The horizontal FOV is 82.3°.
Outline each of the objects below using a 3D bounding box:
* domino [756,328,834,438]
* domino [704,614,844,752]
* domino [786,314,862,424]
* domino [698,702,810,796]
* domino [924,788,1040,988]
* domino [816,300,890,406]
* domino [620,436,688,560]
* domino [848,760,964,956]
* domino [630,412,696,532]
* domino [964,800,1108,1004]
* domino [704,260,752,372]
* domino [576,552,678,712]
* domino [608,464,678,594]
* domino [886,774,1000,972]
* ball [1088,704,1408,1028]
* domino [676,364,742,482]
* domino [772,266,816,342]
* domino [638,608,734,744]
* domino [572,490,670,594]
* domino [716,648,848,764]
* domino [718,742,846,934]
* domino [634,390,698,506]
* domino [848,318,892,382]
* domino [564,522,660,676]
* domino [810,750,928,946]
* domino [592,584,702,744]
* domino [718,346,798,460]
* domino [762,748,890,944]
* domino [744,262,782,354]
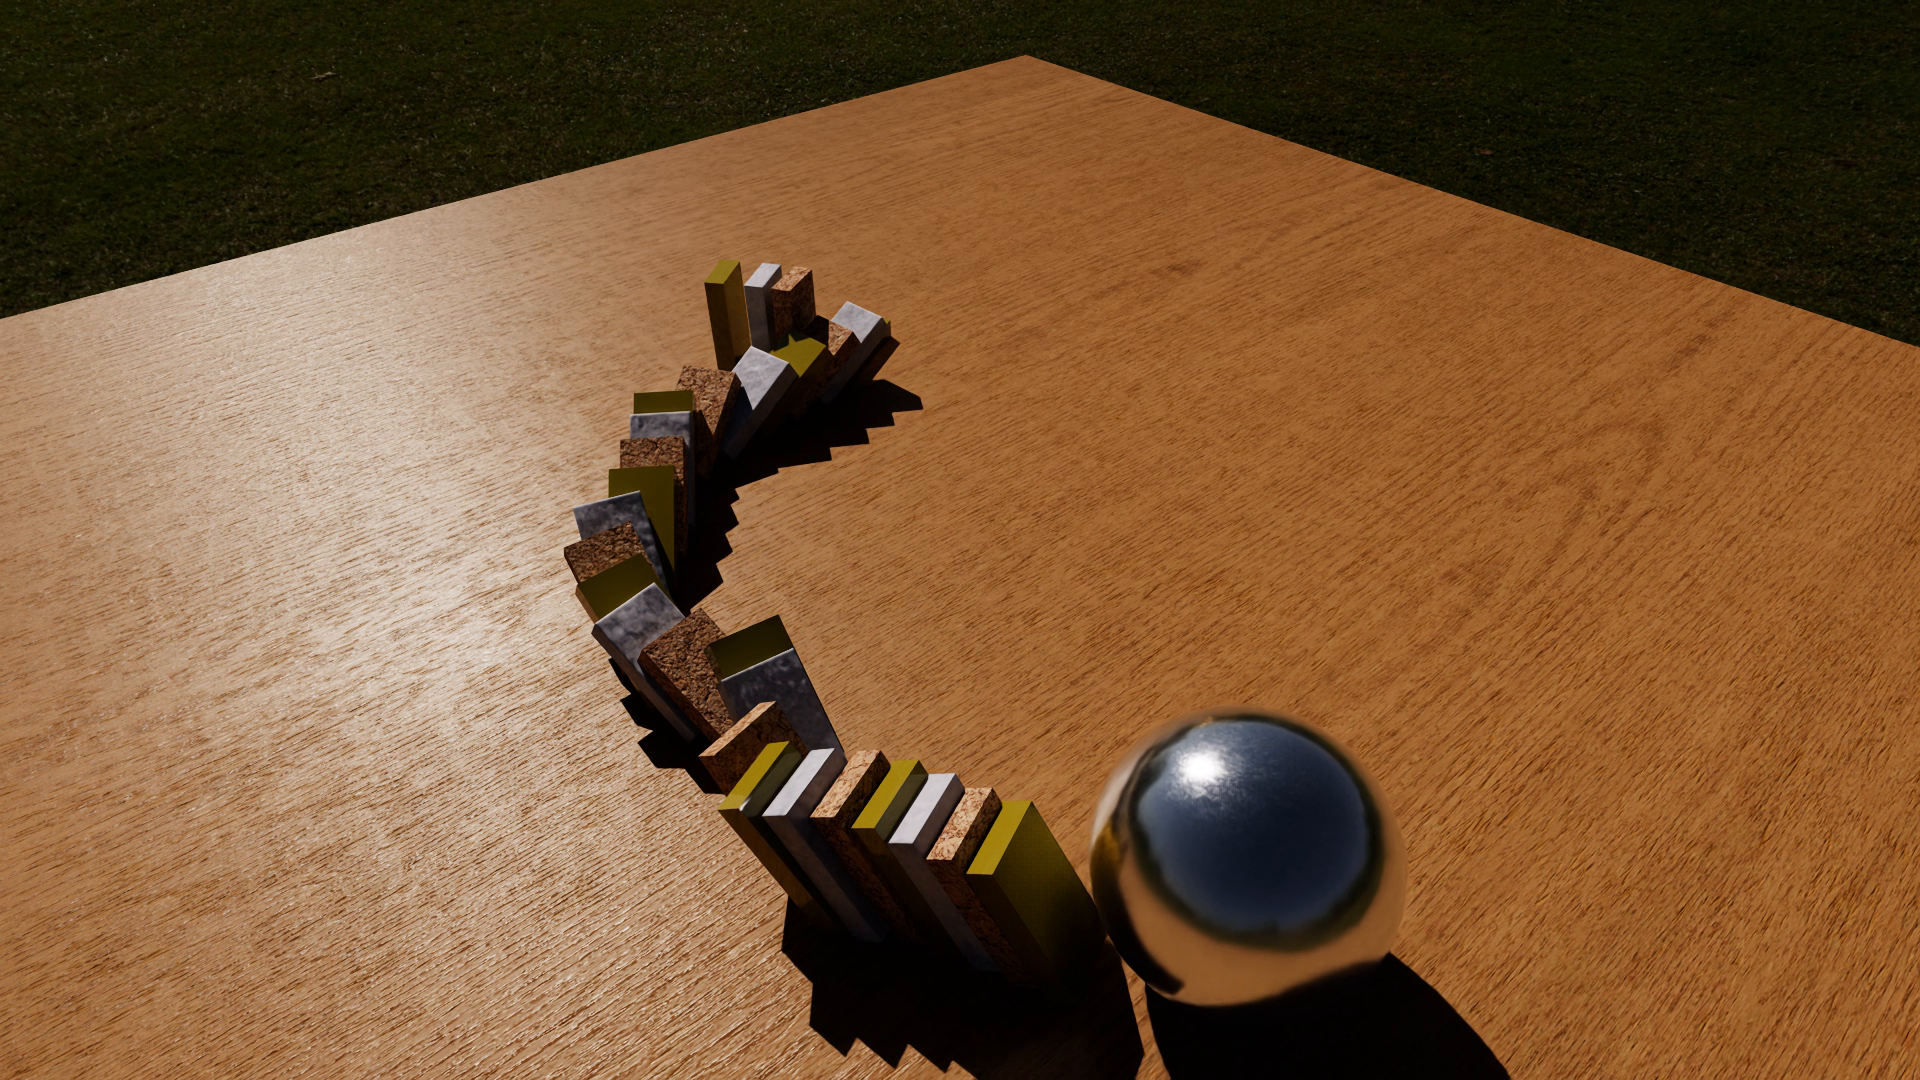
[{"bbox_3d":[-0.084,-0.073,0.514,0.025,0.009,0.050,30,78,31],"label":"domino"},{"bbox_3d":[-0.060,0.052,0.356,0.025,0.009,0.050,-23,83,-29],"label":"domino"},{"bbox_3d":[-0.073,-0.082,0.525,0.025,0.009,0.050,30,77,31],"label":"domino"},{"bbox_3d":[-0.052,0.075,0.323,0.010,0.050,0.025,-16,20,48],"label":"domino"},{"bbox_3d":[0.011,0.094,0.298,0.010,0.050,0.025,-12,28,38],"label":"domino"},{"bbox_3d":[-0.060,-0.091,0.536,0.025,0.010,0.050,30,78,31],"label":"domino"},{"bbox_3d":[-0.123,-0.016,0.444,0.025,0.010,0.050,-4,72,-5],"label":"domino"},{"bbox_3d":[-0.009,0.088,0.305,0.009,0.050,0.025,-12,28,38],"label":"domino"},{"bbox_3d":[-0.124,-0.028,0.458,0.025,0.009,0.050,-4,72,-5],"label":"domino"},{"bbox_3d":[0.022,0.097,0.295,0.010,0.050,0.025,-12,28,38],"label":"domino"},{"bbox_3d":[-0.115,-0.110,0.546,0.010,0.050,0.025,6,40,7],"label":"domino"},{"bbox_3d":[-0.110,0.032,0.384,0.025,0.010,0.050,-31,81,-31],"label":"domino"},{"bbox_3d":[-0.123,-0.004,0.429,0.025,0.010,0.050,-4,70,-5],"label":"domino"},{"bbox_3d":[0.001,0.091,0.302,0.010,0.050,0.025,-12,28,38],"label":"domino"},{"bbox_3d":[0.073,0.083,0.286,0.080,0.080,0.080,0,39,0],"label":"ball"},{"bbox_3d":[-0.117,-0.052,0.489,0.025,0.010,0.050,10,70,12],"label":"domino"},{"bbox_3d":[-0.080,-0.105,0.540,0.010,0.050,0.025,12,41,15],"label":"domino"},{"bbox_3d":[-0.080,0.049,0.364,0.050,0.010,0.025,47,52,4],"label":"domino"},{"bbox_3d":[-0.125,0.009,0.411,0.025,0.010,0.050,-16,76,-17],"label":"domino"},{"bbox_3d":[-0.054,0.062,0.344,0.025,0.009,0.050,-24,83,-27],"label":"domino"},{"bbox_3d":[-0.044,0.084,0.311,0.010,0.050,0.025,-15,27,39],"label":"domino"},{"bbox_3d":[-0.126,-0.039,0.471,0.025,0.010,0.050,-4,72,-4],"label":"domino"},{"bbox_3d":[-0.056,-0.100,0.565,0.025,0.009,0.050,12,41,14],"label":"domino"},{"bbox_3d":[-0.120,0.021,0.397,0.025,0.009,0.050,-25,79,-25],"label":"domino"},{"bbox_3d":[-0.019,0.086,0.308,0.009,0.050,0.025,-12,28,38],"label":"domino"},{"bbox_3d":[-0.098,0.041,0.372,0.050,0.010,0.025,48,54,3],"label":"domino"},{"bbox_3d":[-0.099,-0.063,0.502,0.025,0.009,0.050,27,75,29],"label":"domino"},{"bbox_3d":[-0.032,0.086,0.309,0.009,0.050,0.025,-13,27,39],"label":"domino"},{"bbox_3d":[-0.095,-0.108,0.543,0.010,0.050,0.025,8,40,10],"label":"domino"}]
